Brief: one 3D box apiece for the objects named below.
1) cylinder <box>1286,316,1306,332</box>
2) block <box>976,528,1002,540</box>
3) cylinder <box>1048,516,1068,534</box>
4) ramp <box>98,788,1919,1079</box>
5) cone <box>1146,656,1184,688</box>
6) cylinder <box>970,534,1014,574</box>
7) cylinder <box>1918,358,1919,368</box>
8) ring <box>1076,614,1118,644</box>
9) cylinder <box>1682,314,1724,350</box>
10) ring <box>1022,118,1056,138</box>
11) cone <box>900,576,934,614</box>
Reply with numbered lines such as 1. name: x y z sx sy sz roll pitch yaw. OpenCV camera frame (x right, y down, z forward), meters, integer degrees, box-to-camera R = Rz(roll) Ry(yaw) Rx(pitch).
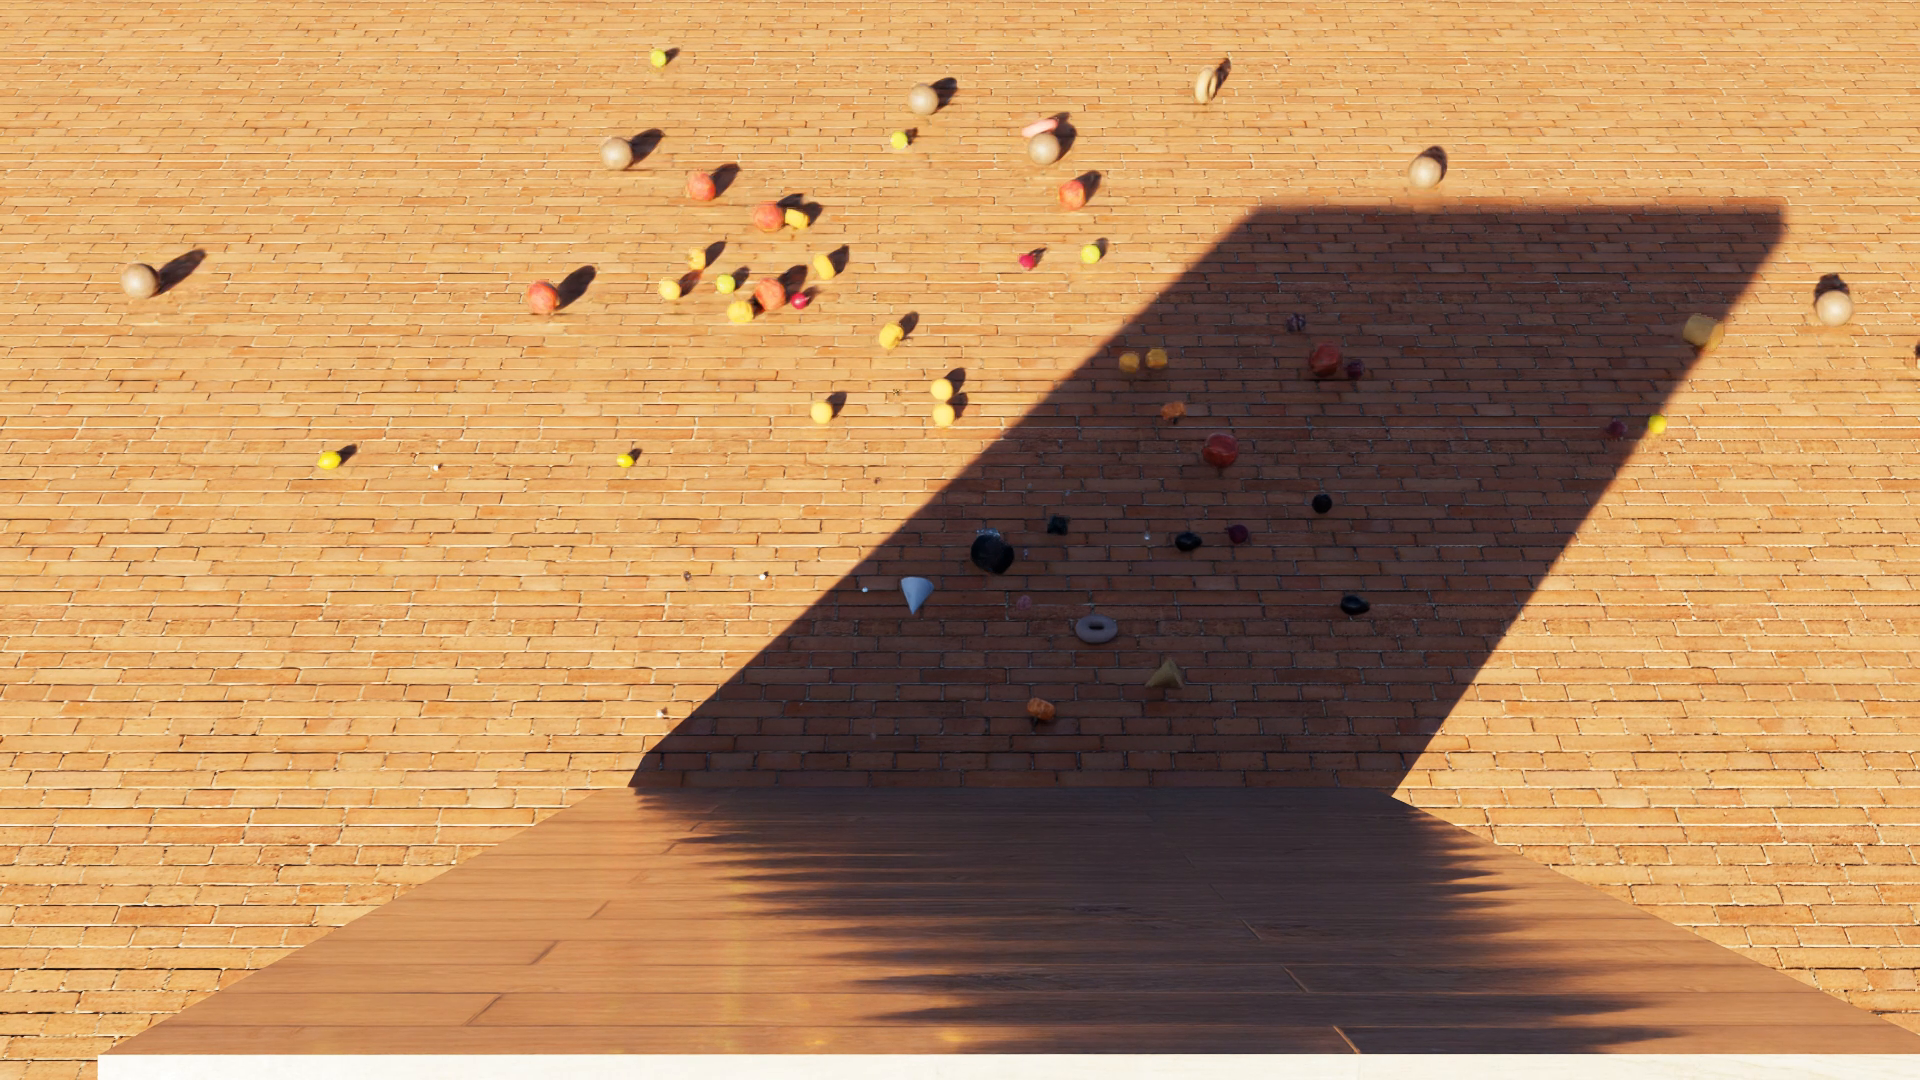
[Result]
1. cylinder: 1.160 -0.749 8.971 0.052 0.052 0.052 -7 34 -11
2. block: 0.087 0.005 7.838 0.058 0.058 0.058 -10 35 -15
3. cylinder: 0.300 -0.045 7.916 0.054 0.054 0.054 6 34 10
4. ramp: 0.075 0.649 4.782 2.000 0.100 4.000 0 -1 0
5. cone: 0.561 0.392 7.271 0.098 0.098 0.098 -25 32 11
6. cylinder: 0.096 0.043 7.752 0.091 0.091 0.091 -28 43 -35
7. cylinder: 3.271 -0.594 8.719 0.074 0.074 0.074 -25 42 -32
8. ring: 0.394 0.257 7.477 0.122 0.041 0.122 0 32 0
9. cylinder: 2.539 -0.708 8.869 0.098 0.098 0.098 28 43 36
10. ring: 0.313 -1.627 10.251 0.143 0.048 0.143 -17 11 3
11. cone: -0.132 0.176 7.594 0.100 0.100 0.100 4 61 7
